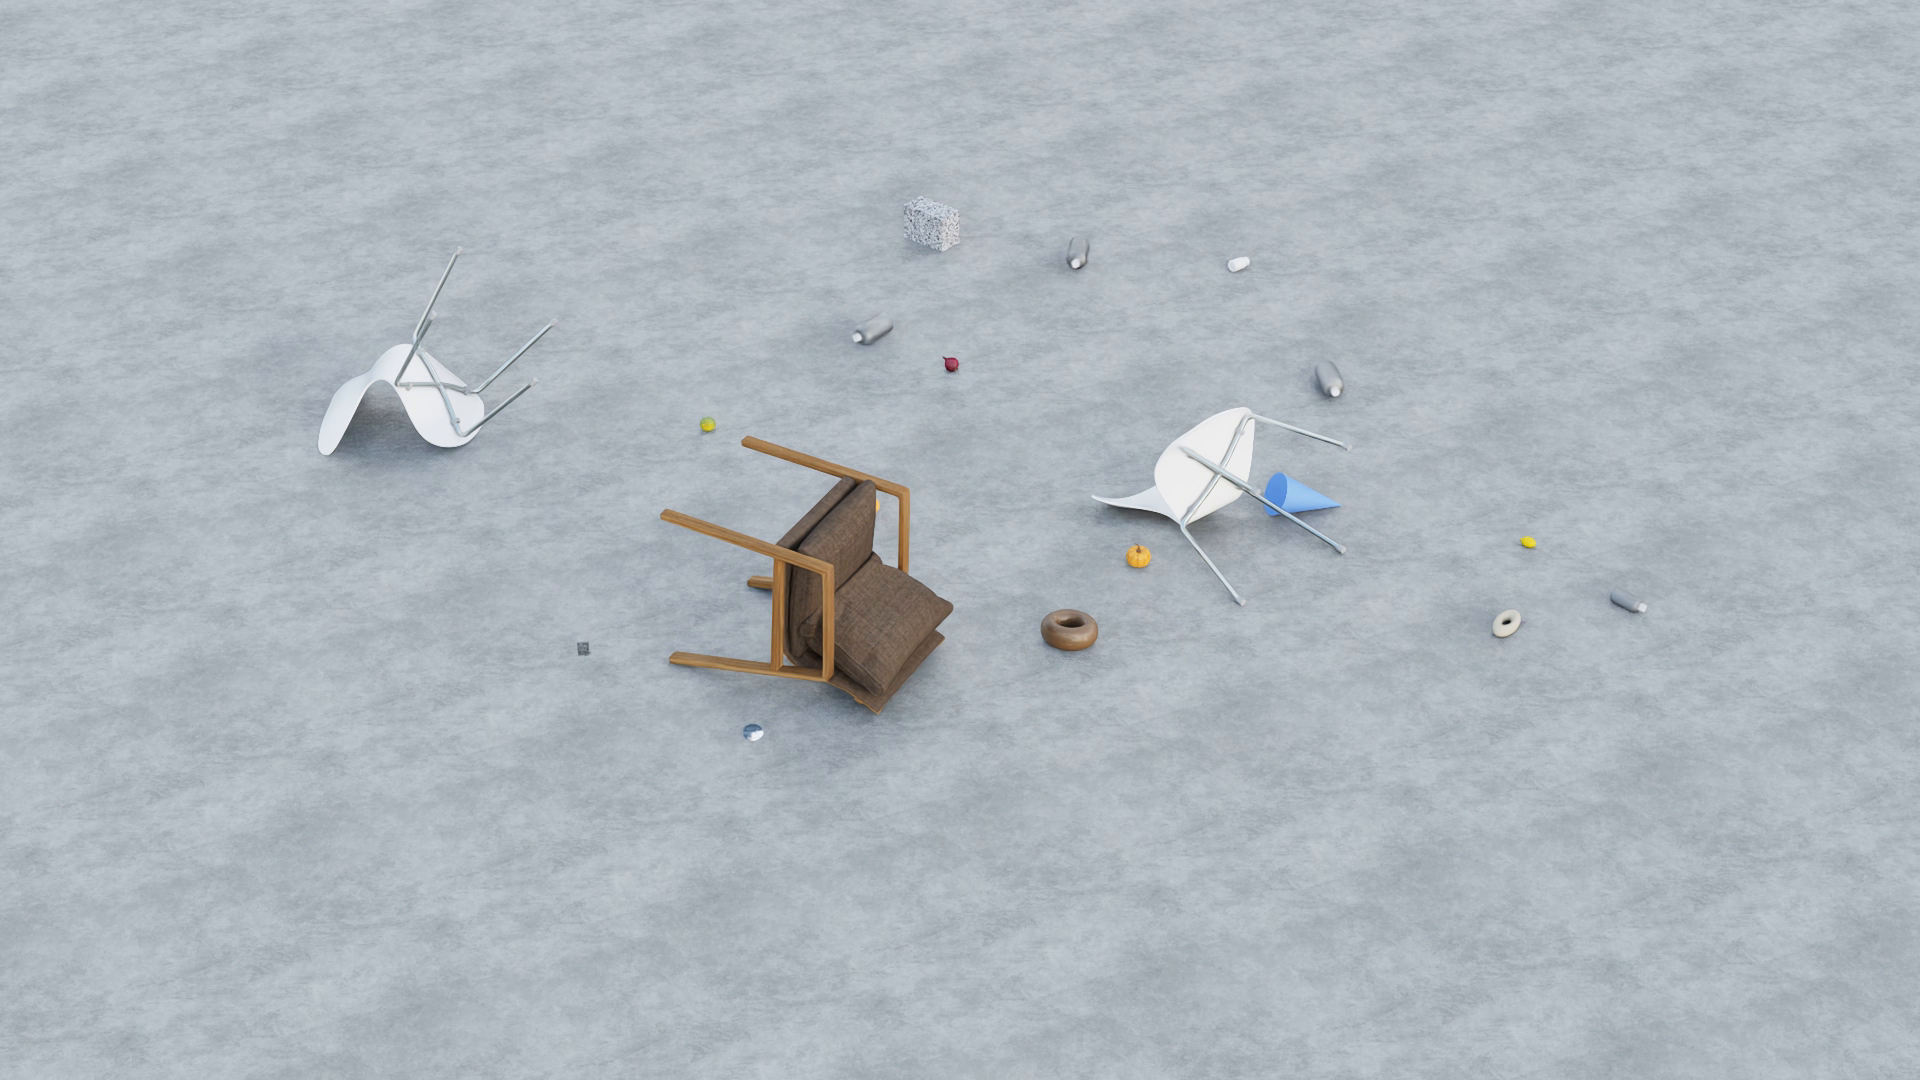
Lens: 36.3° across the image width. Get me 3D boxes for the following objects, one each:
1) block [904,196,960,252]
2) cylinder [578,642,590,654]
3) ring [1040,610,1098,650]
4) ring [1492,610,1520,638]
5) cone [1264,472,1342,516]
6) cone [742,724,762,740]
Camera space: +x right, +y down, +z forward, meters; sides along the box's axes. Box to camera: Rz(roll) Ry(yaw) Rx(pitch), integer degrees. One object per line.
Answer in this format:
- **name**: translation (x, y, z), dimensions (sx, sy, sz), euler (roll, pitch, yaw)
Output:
- **block**: translation (-0.126, -1.394, 12.915), dimensions (0.221, 0.158, 0.117), euler (25, 41, 32)
- **cylinder**: translation (-1.327, 0.381, 10.327), dimensions (0.040, 0.043, 0.044), euler (-5, 69, -7)
- **ring**: translation (0.387, 0.318, 10.378), dimensions (0.208, 0.094, 0.161), euler (6, 36, 7)
- **ring**: translation (1.950, 0.297, 10.459), dimensions (0.085, 0.040, 0.166), euler (17, 36, 26)
- **cone**: translation (1.322, -0.152, 11.097), dimensions (0.284, 0.165, 0.198), euler (9, -11, -19)
- **cone**: translation (-0.703, 0.652, 9.935), dimensions (0.068, 0.057, 0.035), euler (-7, -5, -8)
